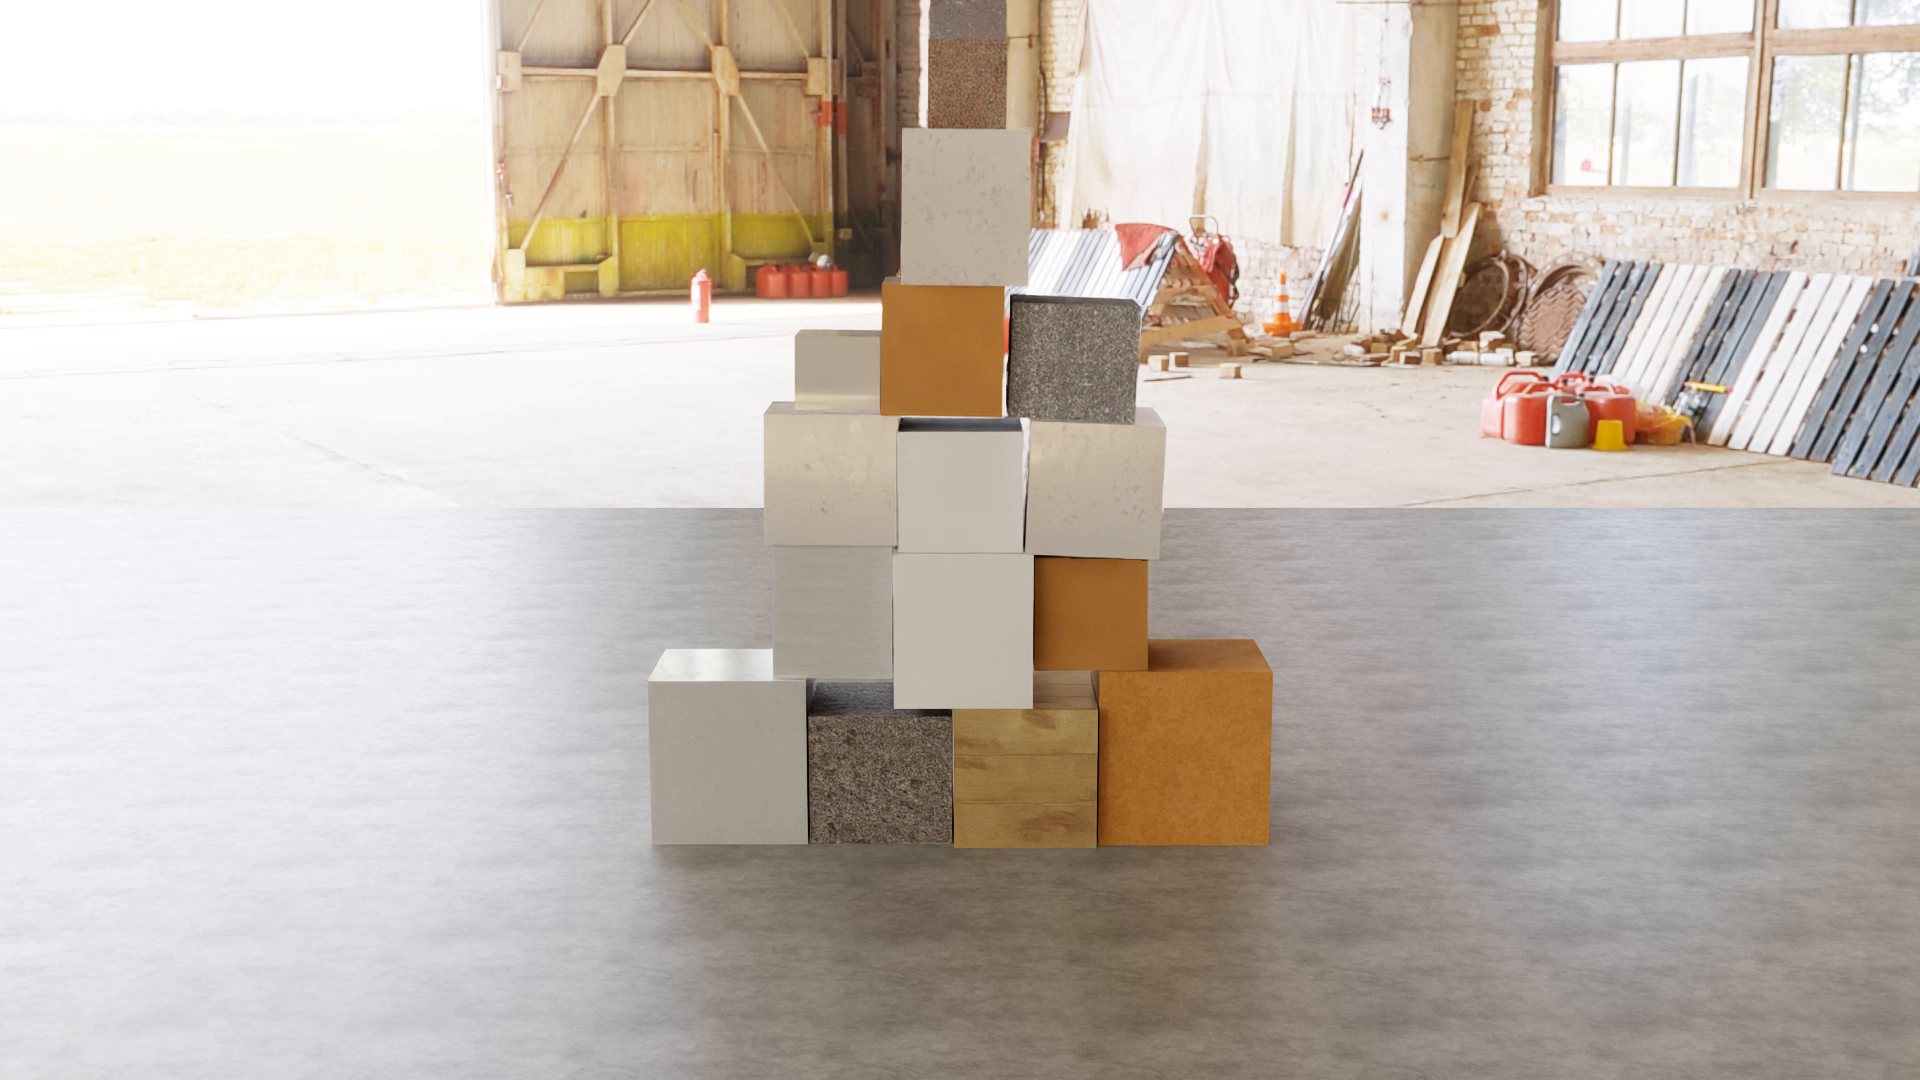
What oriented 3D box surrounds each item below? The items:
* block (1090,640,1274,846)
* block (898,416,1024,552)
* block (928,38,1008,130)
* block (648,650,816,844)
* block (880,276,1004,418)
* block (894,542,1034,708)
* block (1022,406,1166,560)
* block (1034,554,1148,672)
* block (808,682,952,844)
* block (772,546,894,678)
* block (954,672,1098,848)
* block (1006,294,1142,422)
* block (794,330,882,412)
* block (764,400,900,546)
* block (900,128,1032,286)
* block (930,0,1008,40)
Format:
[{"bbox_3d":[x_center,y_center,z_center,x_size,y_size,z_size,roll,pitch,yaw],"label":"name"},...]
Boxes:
[{"bbox_3d":[1.126,1.033,11.378,0.861,0.897,0.737,0,10,0],"label":"block"},{"bbox_3d":[0.003,-0.290,11.117,0.614,0.596,0.637,0,10,0],"label":"block"},{"bbox_3d":[0.035,-2.231,10.791,0.383,0.423,0.438,1,10,0],"label":"block"},{"bbox_3d":[-1.163,1.058,11.378,0.788,0.848,0.701,0,10,0],"label":"block"},{"bbox_3d":[-0.084,-0.973,10.998,0.595,0.641,0.625,1,10,0],"label":"block"},{"bbox_3d":[0.017,0.385,11.257,0.691,0.782,0.784,0,10,0],"label":"block"},{"bbox_3d":[0.662,-0.310,11.123,0.659,0.659,0.791,2,10,0],"label":"block"},{"bbox_3d":[0.650,0.313,11.229,0.566,0.574,0.616,-1,10,0],"label":"block"},{"bbox_3d":[-0.400,1.147,11.405,0.718,0.664,0.702,0,10,0],"label":"block"},{"bbox_3d":[-0.635,0.309,11.241,0.599,0.678,0.566,1,10,0],"label":"block"},{"bbox_3d":[0.327,1.126,11.368,0.716,0.716,0.780,0,10,0],"label":"block"},{"bbox_3d":[0.558,-0.918,11.019,0.625,0.564,0.575,2,10,0],"label":"block"},{"bbox_3d":[-0.604,-0.851,11.028,0.421,0.376,0.405,1,10,0],"label":"block"},{"bbox_3d":[-0.637,-0.343,11.106,0.660,0.652,0.556,1,10,0],"label":"block"},{"bbox_3d":[0.028,-1.656,10.894,0.615,0.744,0.715,1,10,0],"label":"block"},{"bbox_3d":[0.040,-2.647,10.705,0.372,0.427,0.413,1,10,0],"label":"block"}]
